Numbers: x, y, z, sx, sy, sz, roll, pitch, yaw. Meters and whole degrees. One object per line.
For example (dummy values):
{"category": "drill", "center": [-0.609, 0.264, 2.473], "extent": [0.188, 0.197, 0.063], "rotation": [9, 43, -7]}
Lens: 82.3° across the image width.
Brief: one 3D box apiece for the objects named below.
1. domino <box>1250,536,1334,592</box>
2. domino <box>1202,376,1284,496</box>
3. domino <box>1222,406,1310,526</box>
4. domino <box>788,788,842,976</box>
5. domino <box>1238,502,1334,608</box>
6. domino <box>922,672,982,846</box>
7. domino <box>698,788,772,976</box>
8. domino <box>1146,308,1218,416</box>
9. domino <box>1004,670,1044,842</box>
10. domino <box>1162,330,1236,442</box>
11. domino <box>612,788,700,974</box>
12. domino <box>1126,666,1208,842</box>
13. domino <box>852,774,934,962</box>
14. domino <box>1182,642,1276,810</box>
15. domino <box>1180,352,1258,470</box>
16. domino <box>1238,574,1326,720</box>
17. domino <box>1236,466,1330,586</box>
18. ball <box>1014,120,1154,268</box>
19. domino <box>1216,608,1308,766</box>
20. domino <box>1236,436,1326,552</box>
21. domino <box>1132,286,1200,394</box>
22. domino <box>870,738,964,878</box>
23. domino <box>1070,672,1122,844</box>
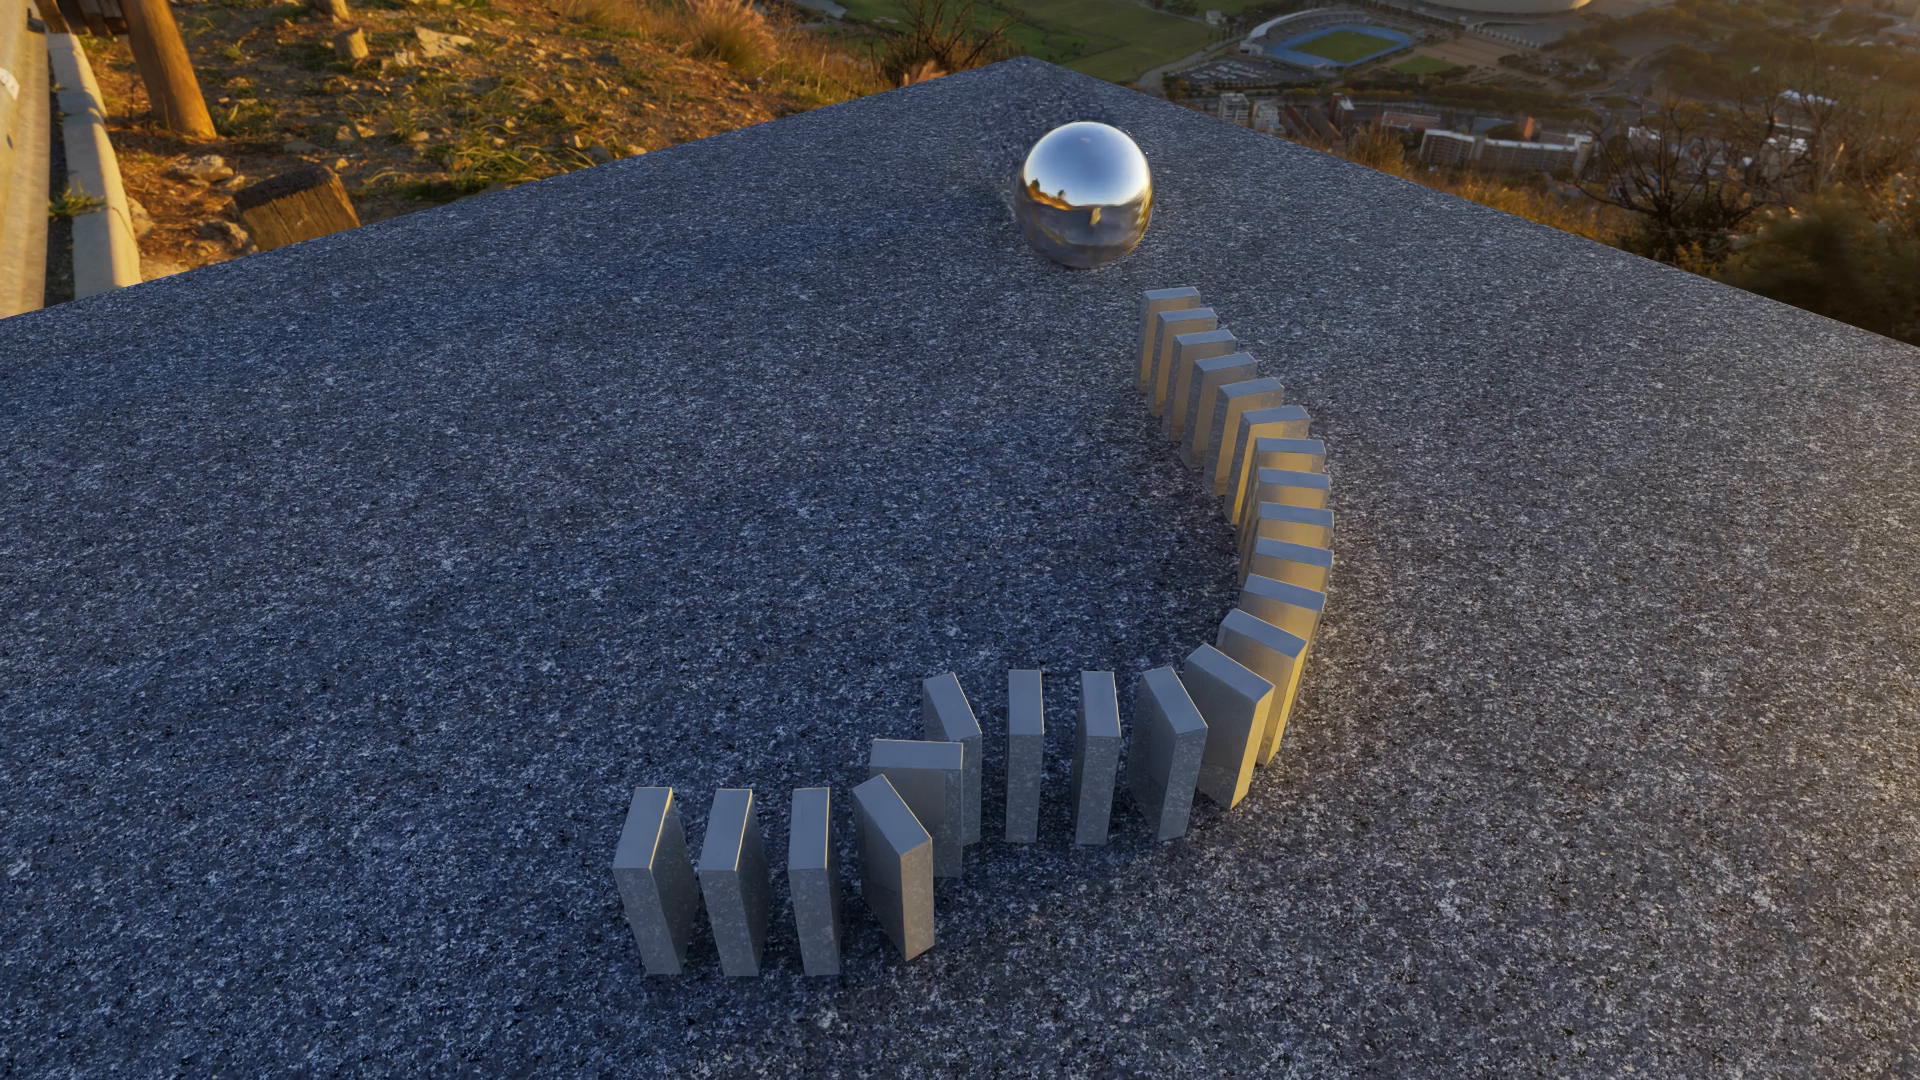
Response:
{"category": "domino", "center": [0.112, 0.023, 0.383], "extent": [0.025, 0.050, 0.009], "rotation": [12, 41, 14]}
{"category": "domino", "center": [0.119, -0.043, 0.464], "extent": [0.025, 0.050, 0.009], "rotation": [-11, 41, -14]}
{"category": "domino", "center": [0.124, -0.030, 0.448], "extent": [0.025, 0.050, 0.010], "rotation": [-7, 40, -8]}
{"category": "domino", "center": [-0.039, 0.093, 0.298], "extent": [0.010, 0.050, 0.025], "rotation": [-2, 39, -3]}
{"category": "domino", "center": [0.117, 0.010, 0.399], "extent": [0.025, 0.050, 0.009], "rotation": [8, 40, 10]}
{"category": "domino", "center": [-0.002, 0.067, 0.330], "extent": [0.010, 0.050, 0.025], "rotation": [-12, 41, -15]}
{"category": "domino", "center": [-0.060, 0.093, 0.298], "extent": [0.009, 0.050, 0.025], "rotation": [1, 39, 1]}
{"category": "domino", "center": [0.103, -0.082, 0.512], "extent": [0.025, 0.050, 0.010], "rotation": [-7, 40, -8]}
{"category": "domino", "center": [0.019, 0.066, 0.331], "extent": [0.009, 0.050, 0.025], "rotation": [1, 39, 1]}
{"category": "domino", "center": [0.107, -0.069, 0.496], "extent": [0.025, 0.050, 0.009], "rotation": [-8, 40, -9]}
{"category": "domino", "center": [-0.082, 0.093, 0.298], "extent": [0.009, 0.050, 0.025], "rotation": [1, 39, 1]}
{"category": "domino", "center": [0.062, 0.065, 0.332], "extent": [0.009, 0.050, 0.025], "rotation": [-10, 40, -12]}
{"category": "domino", "center": [-0.018, 0.090, 0.301], "extent": [0.009, 0.050, 0.025], "rotation": [-23, 44, -25]}
{"category": "domino", "center": [0.080, 0.058, 0.340], "extent": [0.010, 0.050, 0.025], "rotation": [-32, 49, -33]}
{"category": "domino", "center": [0.112, -0.056, 0.480], "extent": [0.025, 0.050, 0.010], "rotation": [-11, 41, -13]}
{"category": "domino", "center": [0.104, 0.036, 0.368], "extent": [0.025, 0.050, 0.009], "rotation": [16, 42, 18]}
{"category": "domino", "center": [0.121, -0.003, 0.415], "extent": [0.025, 0.050, 0.009], "rotation": [7, 40, 9]}
{"category": "ball", "center": [0.071, -0.197, 0.628], "extent": [0.080, 0.080, 0.080], "rotation": [0, 39, 0]}
{"category": "domino", "center": [0.093, 0.048, 0.353], "extent": [0.025, 0.050, 0.009], "rotation": [26, 46, 28]}
{"category": "domino", "center": [0.125, -0.016, 0.431], "extent": [0.025, 0.050, 0.009], "rotation": [4, 39, 4]}
{"category": "domino", "center": [0.099, -0.096, 0.528], "extent": [0.025, 0.050, 0.010], "rotation": [-7, 40, -9]}
{"category": "domino", "center": [-0.012, 0.078, 0.316], "extent": [0.025, 0.050, 0.010], "rotation": [2, 39, 3]}
{"category": "domino", "center": [0.040, 0.066, 0.331], "extent": [0.009, 0.050, 0.025], "rotation": [1, 39, 1]}
